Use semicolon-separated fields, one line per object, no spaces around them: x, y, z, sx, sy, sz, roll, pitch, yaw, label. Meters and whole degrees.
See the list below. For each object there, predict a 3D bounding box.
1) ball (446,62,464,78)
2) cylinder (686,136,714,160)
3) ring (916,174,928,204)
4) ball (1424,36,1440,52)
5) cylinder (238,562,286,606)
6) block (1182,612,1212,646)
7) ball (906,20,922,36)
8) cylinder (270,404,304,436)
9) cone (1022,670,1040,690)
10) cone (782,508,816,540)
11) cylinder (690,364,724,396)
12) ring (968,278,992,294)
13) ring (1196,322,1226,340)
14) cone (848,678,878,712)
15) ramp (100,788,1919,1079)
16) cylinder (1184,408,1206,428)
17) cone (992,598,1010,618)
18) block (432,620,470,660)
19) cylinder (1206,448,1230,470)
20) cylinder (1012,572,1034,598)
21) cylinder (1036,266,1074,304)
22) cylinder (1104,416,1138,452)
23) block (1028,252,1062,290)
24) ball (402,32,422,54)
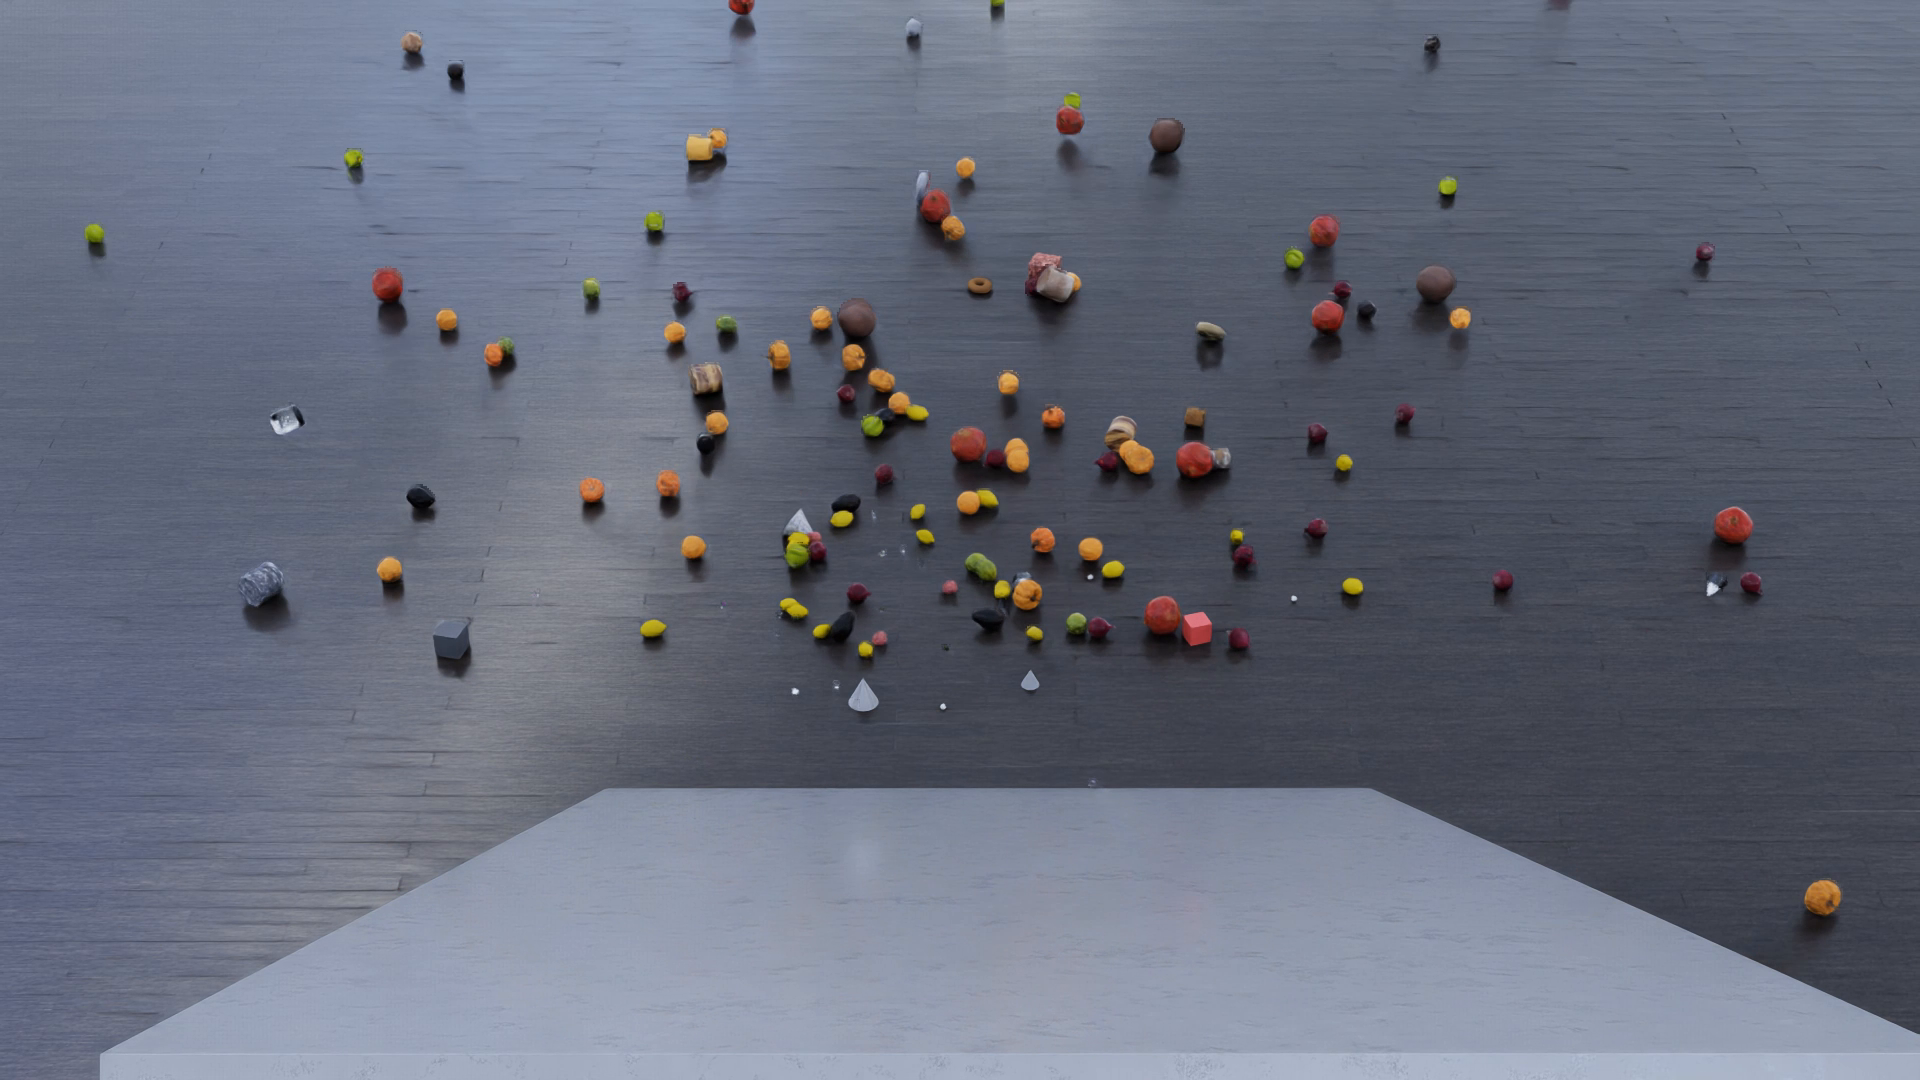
-2.088;-1.942;10.733;0.070;0.070;0.070;0;34;0;ball
-1.011;-1.520;10.087;0.087;0.087;0.087;4;34;4;cylinder
-0.143;-1.325;9.775;0.039;0.116;0.116;7;34;1;ring
1.994;-2.094;10.958;0.070;0.070;0.070;0;34;0;ball
-2.051;0.129;7.624;0.096;0.096;0.096;20;39;27;cylinder
0.681;0.255;7.465;0.064;0.064;0.064;-11;35;-16;block
-0.199;-2.193;11.106;0.070;0.070;0.070;0;34;0;ball
-2.182;-0.389;8.411;0.077;0.077;0.077;-29;43;-36;cylinder
0.197;0.384;7.283;0.052;0.052;0.052;0;34;0;cone
-0.474;-0.027;7.904;0.096;0.096;0.096;36;42;4;cone
-0.842;-0.532;8.611;0.094;0.094;0.094;-10;35;-15;cylinder
0.071;-0.904;9.222;0.089;0.030;0.089;1;34;-1;ring
0.859;-0.713;8.886;0.105;0.105;0.035;15;80;21;ring
-0.269;0.417;7.206;0.084;0.084;0.084;0;34;0;cone
0.075;0.651;4.788;2.000;0.100;4.000;0;-1;0;ramp
0.765;-0.398;8.442;0.058;0.058;0.058;9;35;14;cylinder
0.119;0.192;7.568;0.055;0.055;0.055;0;34;0;cone
-1.453;0.285;7.412;0.073;0.073;0.073;8;35;12;block
0.818;-0.256;8.227;0.062;0.062;0.062;-9;35;-12;cylinder
0.185;0.133;7.652;0.058;0.058;0.058;3;23;5;cylinder
0.334;-0.895;9.112;0.099;0.099;0.099;21;29;-20;cylinder
0.517;-0.339;8.330;0.087;0.087;0.087;9;35;13;cylinder
0.303;-0.952;9.235;0.096;0.096;0.096;11;36;16;block
-2.314;-2.097;10.948;0.087;0.087;0.087;0;34;0;ball
